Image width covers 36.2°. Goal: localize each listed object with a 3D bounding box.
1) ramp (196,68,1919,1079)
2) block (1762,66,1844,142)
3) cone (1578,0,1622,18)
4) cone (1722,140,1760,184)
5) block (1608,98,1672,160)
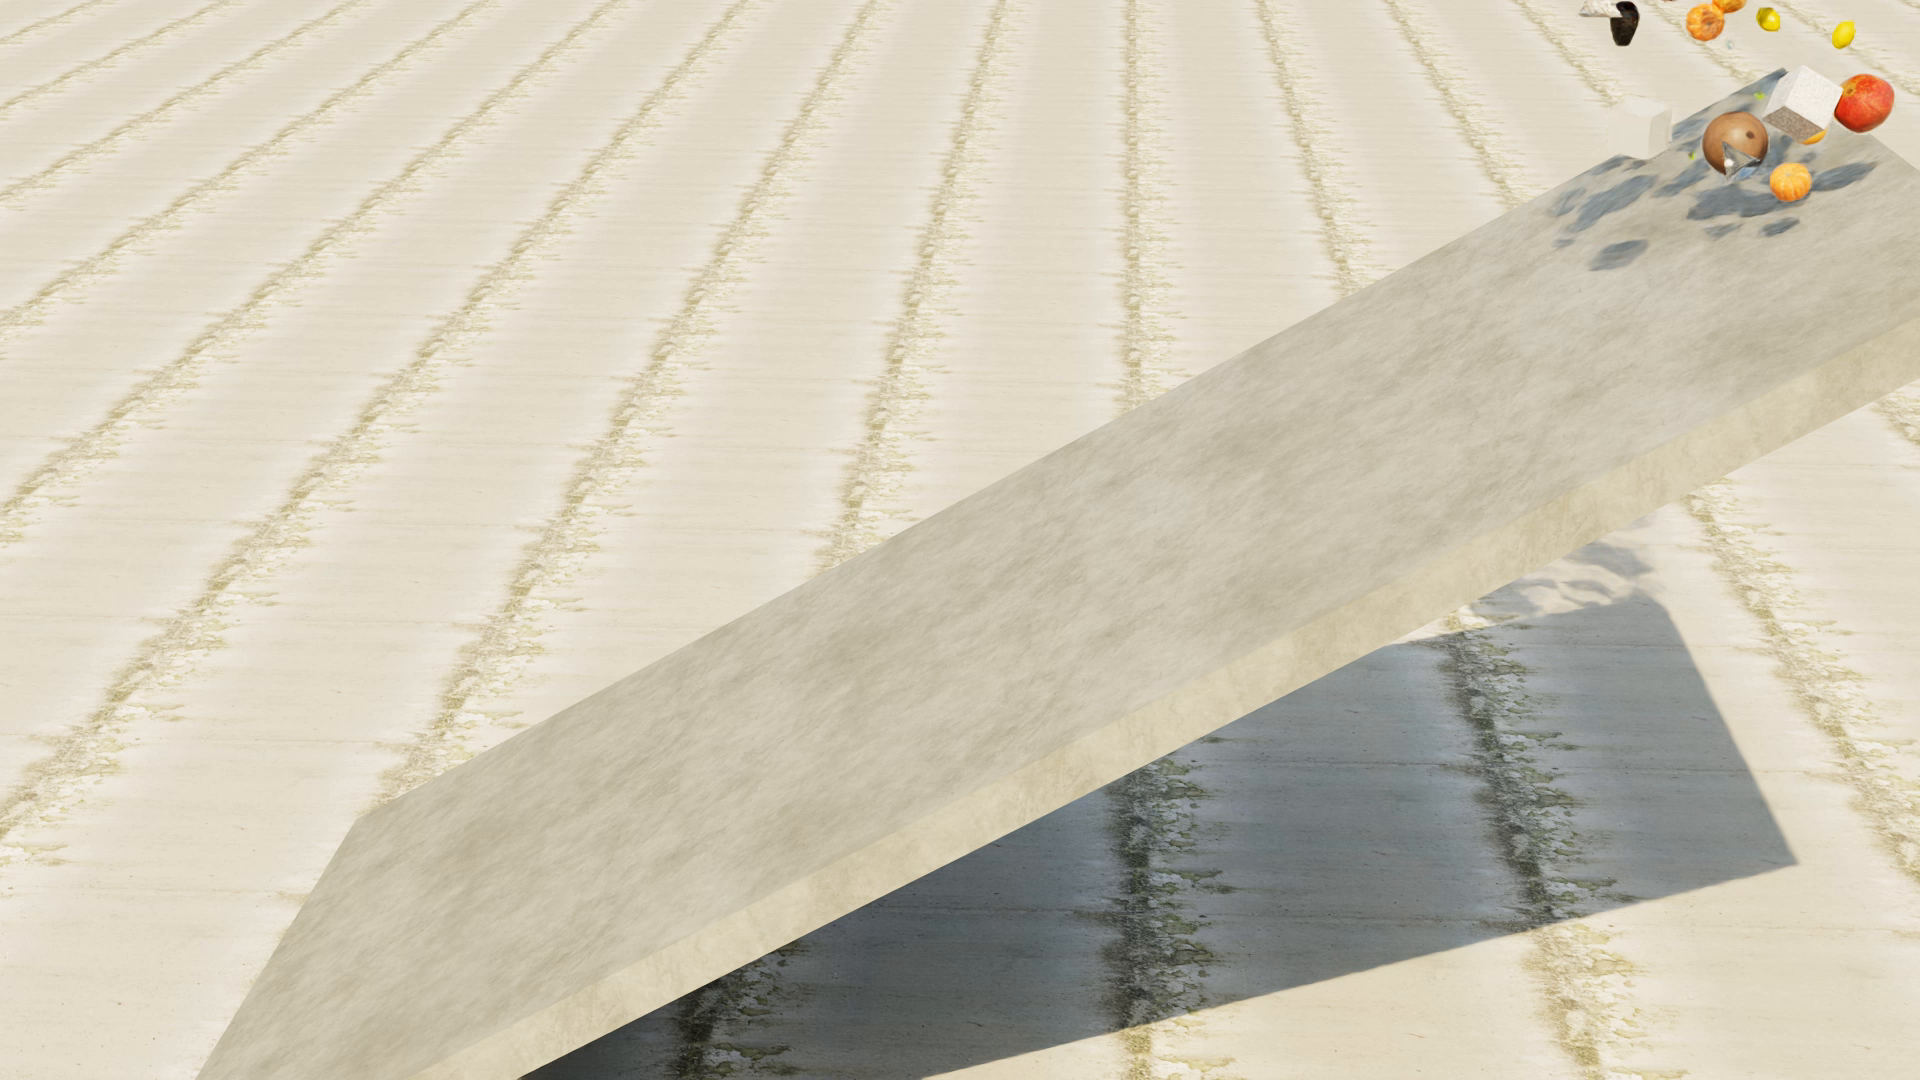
[{"bbox_3d":[0.142,0.167,6.283,4.000,0.100,2.000,-28,15,12],"label":"ramp"},{"bbox_3d":[1.611,-0.834,5.627,0.093,0.093,0.093,29,-13,-7],"label":"block"},{"bbox_3d":[1.244,-1.024,5.664,0.078,0.078,0.078,31,24,7],"label":"cone"},{"bbox_3d":[1.508,-0.748,5.735,0.076,0.076,0.076,-27,-15,-8],"label":"cone"},{"bbox_3d":[1.330,-0.804,5.750,0.086,0.086,0.086,21,35,36],"label":"block"}]
